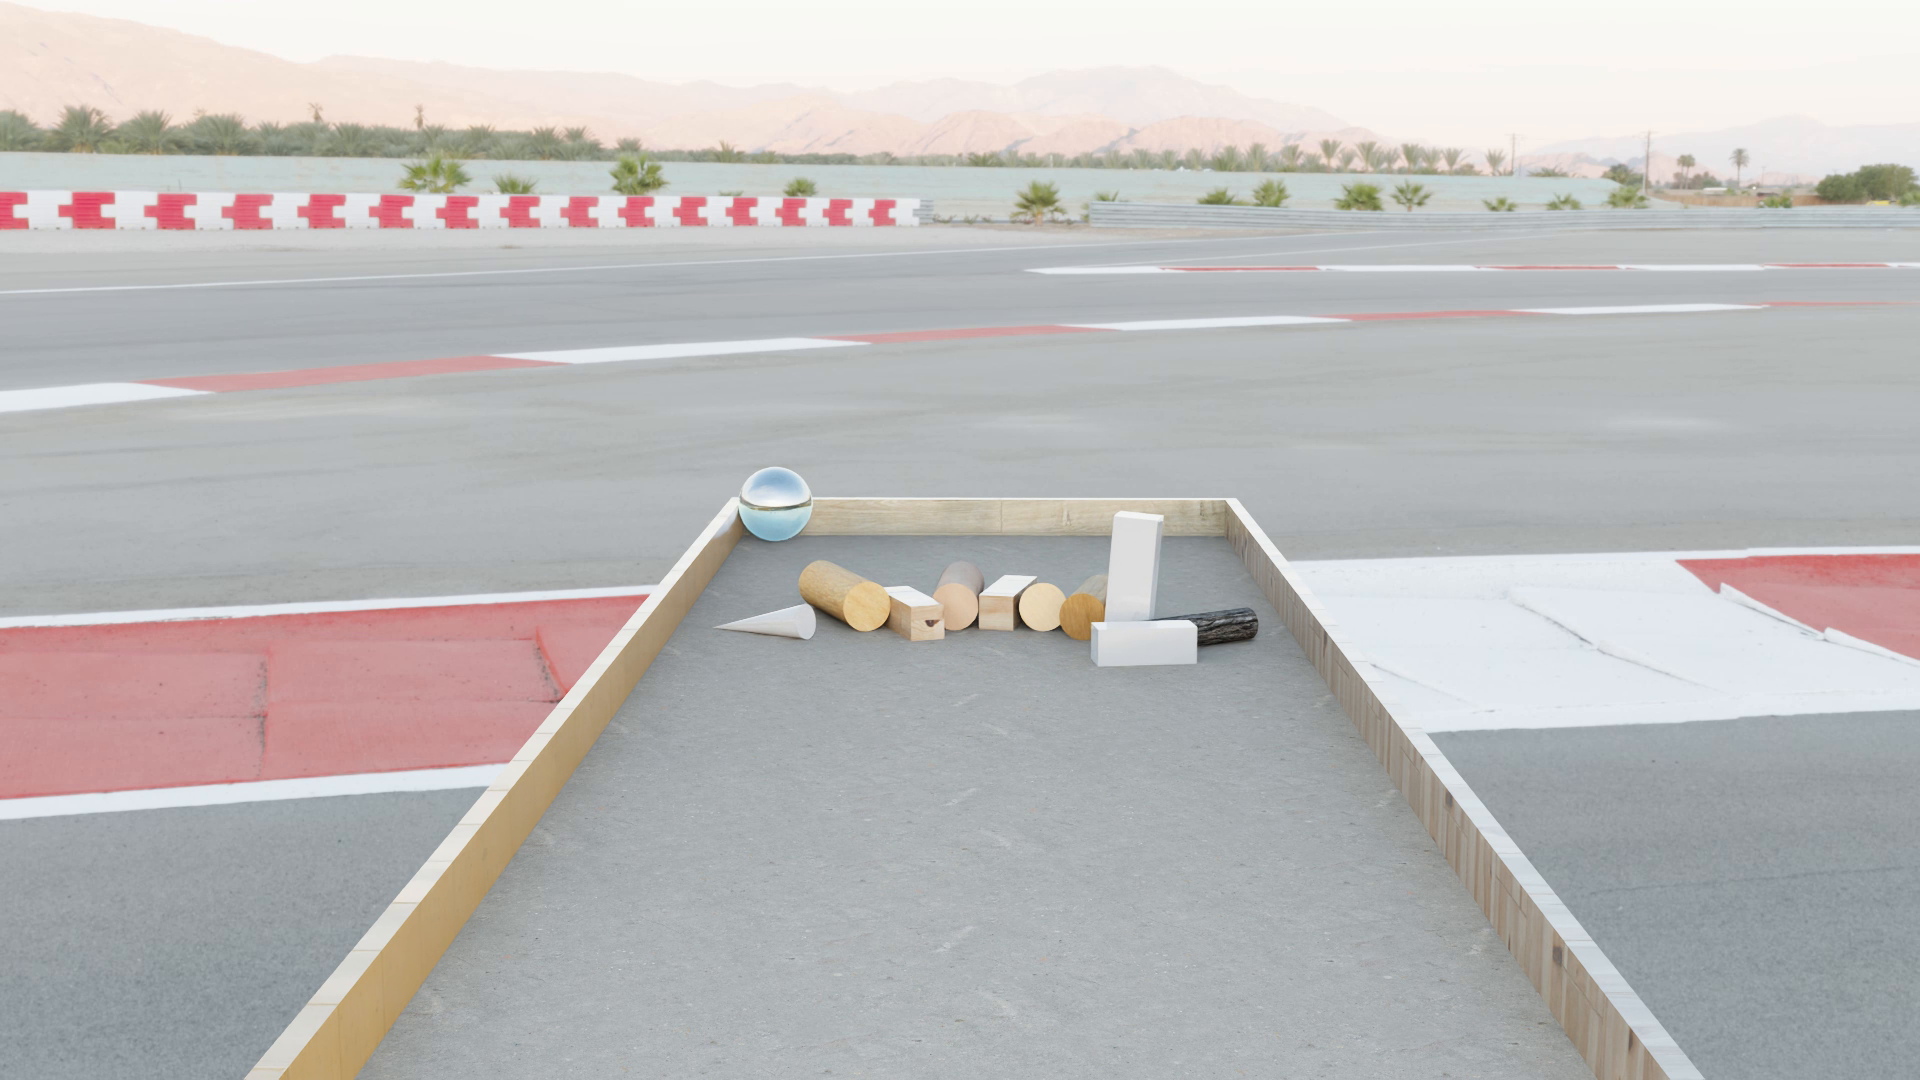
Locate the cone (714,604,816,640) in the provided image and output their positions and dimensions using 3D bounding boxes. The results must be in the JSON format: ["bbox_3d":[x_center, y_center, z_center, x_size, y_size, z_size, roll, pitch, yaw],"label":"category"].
[{"bbox_3d":[-0.652,0.274,7.105,0.373,0.113,0.113,-5,5,30],"label":"cone"}]

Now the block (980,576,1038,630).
[{"bbox_3d":[0.163,0.208,7.334,0.114,0.114,0.383,2,9,14],"label":"block"}]

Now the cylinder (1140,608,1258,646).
[{"bbox_3d":[0.724,0.284,6.895,0.460,0.100,0.100,-6,11,-31],"label":"cylinder"}]

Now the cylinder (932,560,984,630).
[{"bbox_3d":[-0.006,0.183,7.360,0.156,0.156,0.434,1,9,3],"label":"cylinder"}]

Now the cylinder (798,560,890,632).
[{"bbox_3d":[-0.389,0.183,7.337,0.163,0.163,0.458,-4,10,-22],"label":"cylinder"}]

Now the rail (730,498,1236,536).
[{"bbox_3d":[0.099,-0.098,9.147,2.100,0.150,0.050,0,9,1],"label":"rail"}]

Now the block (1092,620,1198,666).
[{"bbox_3d":[0.558,0.313,6.676,0.303,0.112,0.112,-1,9,-7],"label":"block"}]

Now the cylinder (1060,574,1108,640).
[{"bbox_3d":[0.432,0.216,7.157,0.153,0.153,0.366,2,9,13],"label":"cylinder"}]

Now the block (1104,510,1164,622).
[{"bbox_3d":[0.548,0.119,6.950,0.138,0.397,0.138,6,9,12],"label":"block"}]

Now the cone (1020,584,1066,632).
[{"bbox_3d":[0.291,0.221,7.368,0.157,0.157,0.455,1,-1,5],"label":"cone"}]

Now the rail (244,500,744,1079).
[{"bbox_3d":[-1.004,0.839,3.234,0.050,0.150,12.000,0,9,1],"label":"rail"}]

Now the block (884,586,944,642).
[{"bbox_3d":[-0.164,0.237,7.156,0.111,0.111,0.354,-3,10,-20],"label":"block"}]

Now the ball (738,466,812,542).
[{"bbox_3d":[-0.752,-0.146,8.962,0.303,0.303,0.303,0,9,0],"label":"ball"}]

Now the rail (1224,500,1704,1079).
[{"bbox_3d":[1.046,0.843,3.208,0.050,0.150,12.000,0,9,1],"label":"rail"}]
